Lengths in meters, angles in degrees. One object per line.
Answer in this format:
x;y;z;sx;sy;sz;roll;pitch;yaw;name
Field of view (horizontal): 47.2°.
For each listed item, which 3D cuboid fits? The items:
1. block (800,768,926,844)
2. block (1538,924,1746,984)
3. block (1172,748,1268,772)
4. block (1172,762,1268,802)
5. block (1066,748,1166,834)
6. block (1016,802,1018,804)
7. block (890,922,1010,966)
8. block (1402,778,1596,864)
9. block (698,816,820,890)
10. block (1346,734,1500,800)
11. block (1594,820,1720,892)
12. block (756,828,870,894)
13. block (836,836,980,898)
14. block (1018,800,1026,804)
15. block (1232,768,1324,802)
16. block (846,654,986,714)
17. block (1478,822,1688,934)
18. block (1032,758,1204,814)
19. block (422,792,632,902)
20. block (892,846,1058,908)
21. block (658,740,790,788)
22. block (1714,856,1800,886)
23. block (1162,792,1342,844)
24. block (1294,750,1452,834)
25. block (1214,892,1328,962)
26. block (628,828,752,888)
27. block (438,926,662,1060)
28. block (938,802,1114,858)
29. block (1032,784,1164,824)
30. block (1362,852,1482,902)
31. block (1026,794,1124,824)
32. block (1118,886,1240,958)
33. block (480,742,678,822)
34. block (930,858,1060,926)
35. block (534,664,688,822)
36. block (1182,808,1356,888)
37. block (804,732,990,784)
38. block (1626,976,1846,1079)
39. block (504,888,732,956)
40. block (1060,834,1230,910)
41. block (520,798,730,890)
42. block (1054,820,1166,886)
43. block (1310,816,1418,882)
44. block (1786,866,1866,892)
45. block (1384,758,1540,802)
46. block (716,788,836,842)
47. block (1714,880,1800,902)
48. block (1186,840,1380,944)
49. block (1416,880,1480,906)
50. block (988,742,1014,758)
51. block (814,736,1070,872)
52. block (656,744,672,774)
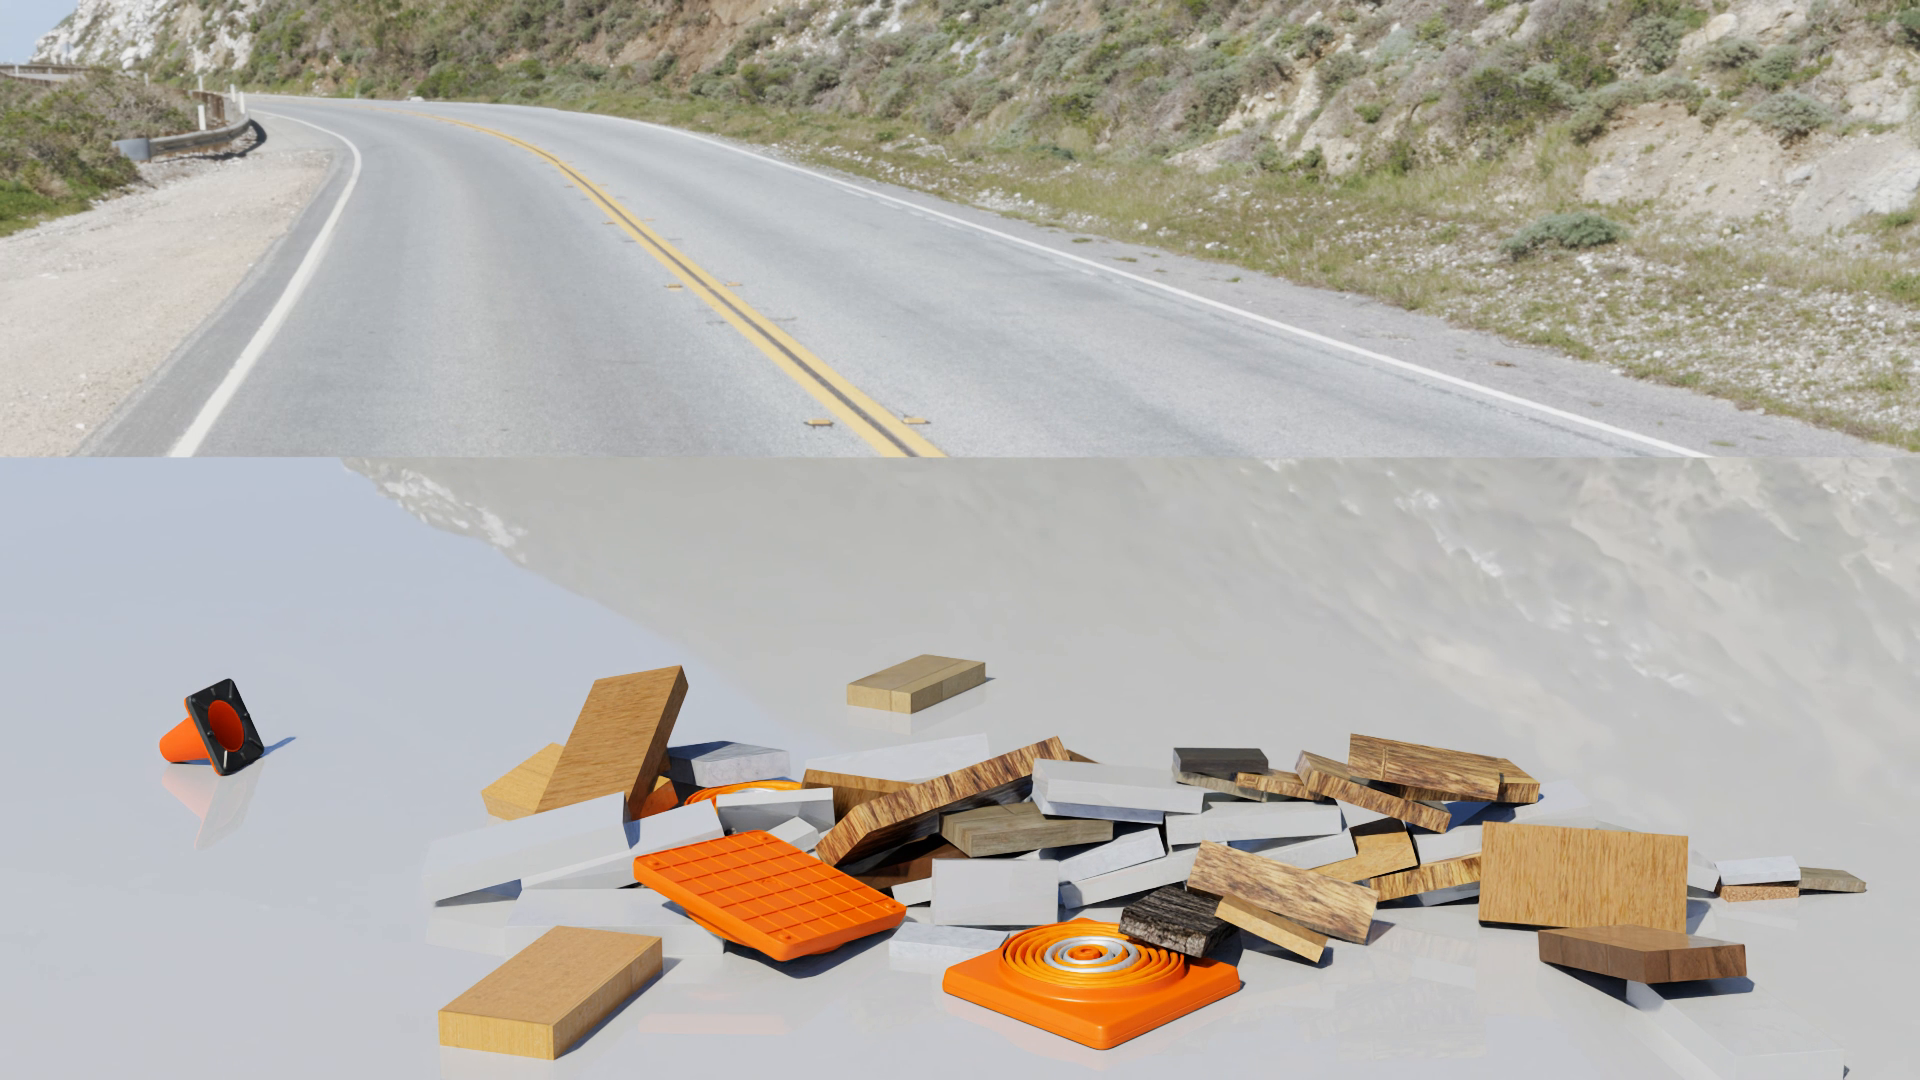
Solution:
-0.166;0.472;3.855;0.237;0.118;0.034;9;34;-13;block
0.998;0.607;3.236;0.157;0.044;0.314;-1;-4;-13;block
0.431;0.364;3.639;0.146;0.021;0.073;1;10;-4;block
0.432;0.399;3.656;0.154;0.021;0.073;14;10;-3;block
0.334;0.464;3.804;0.335;0.047;0.167;24;3;-4;block
0.074;0.503;3.903;0.024;0.085;0.170;3;11;14;block
-0.016;0.626;3.410;0.170;0.024;0.085;3;11;15;block
0.888;0.465;3.644;0.289;0.041;0.144;-12;11;3;block
-0.341;0.532;3.706;0.199;0.028;0.099;-25;15;-19;block
0.753;0.368;3.582;0.239;0.034;0.120;9;14;9;block
1.123;0.517;3.672;0.253;0.036;0.126;16;10;-7;block
-0.219;0.528;3.731;0.237;0.034;0.118;-21;13;-29;block
-0.077;0.533;3.649;0.237;0.034;0.118;-16;6;17;block
0.134;0.478;4.066;0.061;0.017;0.122;-4;36;-48;block
0.526;0.400;3.638;0.146;0.021;0.073;11;10;-2;block
-0.096;0.324;4.974;0.166;0.047;0.331;6;12;30;block
0.989;0.540;3.497;0.314;0.157;0.044;3;-12;14;block
0.259;0.406;3.631;0.259;0.037;0.130;6;8;-10;block
-0.722;0.512;3.682;0.336;0.048;0.168;-14;13;-4;block
0.026;0.542;3.629;0.256;0.036;0.128;-15;7;15;block
-0.470;0.430;4.238;0.166;0.047;0.331;-6;1;-28;block
1.331;0.552;3.671;0.126;0.018;0.063;-6;13;11;block
0.478;0.454;3.636;0.282;0.040;0.141;-4;10;2;block
0.679;0.414;3.626;0.239;0.034;0.120;18;10;-4;block
0.480;0.595;3.384;0.169;0.024;0.085;23;6;13;block
-0.456;0.544;3.679;0.199;0.028;0.099;-21;14;-16;block
-0.588;0.652;3.196;0.176;0.050;0.353;3;11;17;block
0.108;0.470;3.612;0.256;0.036;0.128;-3;12;-24;block
0.228;0.434;3.640;0.202;0.029;0.101;6;8;-9;block
0.810;0.526;3.639;0.289;0.041;0.144;-12;11;2;block
0.254;0.494;3.933;0.259;0.037;0.130;6;20;-6;block
0.343;0.584;3.383;0.130;0.037;0.289;14;3;18;block
-0.698;0.470;4.022;0.353;0.050;0.176;10;34;42;block
0.056;0.559;3.495;0.202;0.101;0.029;3;-3;-17;block
-0.637;0.391;4.031;0.176;0.050;0.509;-10;25;10;block
0.506;0.519;3.639;0.282;0.040;0.141;-16;9;6;block
-0.110;0.424;3.954;0.335;0.047;0.167;-9;16;0;block
1.080;0.676;3.082;0.157;0.044;0.314;-2;11;-9;block
-0.536;0.602;3.474;0.336;0.048;0.168;0;11;-1;block
0.308;0.536;3.641;0.282;0.040;0.141;-15;9;7;block
-0.564;0.526;3.675;0.336;0.048;0.168;-16;13;-10;block
0.209;0.523;3.648;0.256;0.036;0.128;-17;9;4;block
0.601;0.533;3.641;0.289;0.041;0.144;-16;9;7;block
1.444;0.568;3.687;0.126;0.018;0.063;6;9;-14;block
0.823;0.396;3.646;0.239;0.034;0.120;3;14;-15;block
-0.316;0.480;3.799;0.199;0.099;0.028;-3;38;-2;block
1.324;0.581;3.667;0.126;0.018;0.063;-2;11;-10;block
0.511;0.557;3.488;0.290;0.085;0.024;15;-30;17;block
0.880;0.546;3.664;0.253;0.036;0.126;-12;11;1;block
0.078;0.435;4.454;0.061;0.017;0.122;-4;11;-21;block
-0.026;0.441;3.687;0.429;0.047;0.167;-15;-21;-36;block
-0.657;0.417;4.288;0.166;0.047;0.331;-27;14;-5;block
